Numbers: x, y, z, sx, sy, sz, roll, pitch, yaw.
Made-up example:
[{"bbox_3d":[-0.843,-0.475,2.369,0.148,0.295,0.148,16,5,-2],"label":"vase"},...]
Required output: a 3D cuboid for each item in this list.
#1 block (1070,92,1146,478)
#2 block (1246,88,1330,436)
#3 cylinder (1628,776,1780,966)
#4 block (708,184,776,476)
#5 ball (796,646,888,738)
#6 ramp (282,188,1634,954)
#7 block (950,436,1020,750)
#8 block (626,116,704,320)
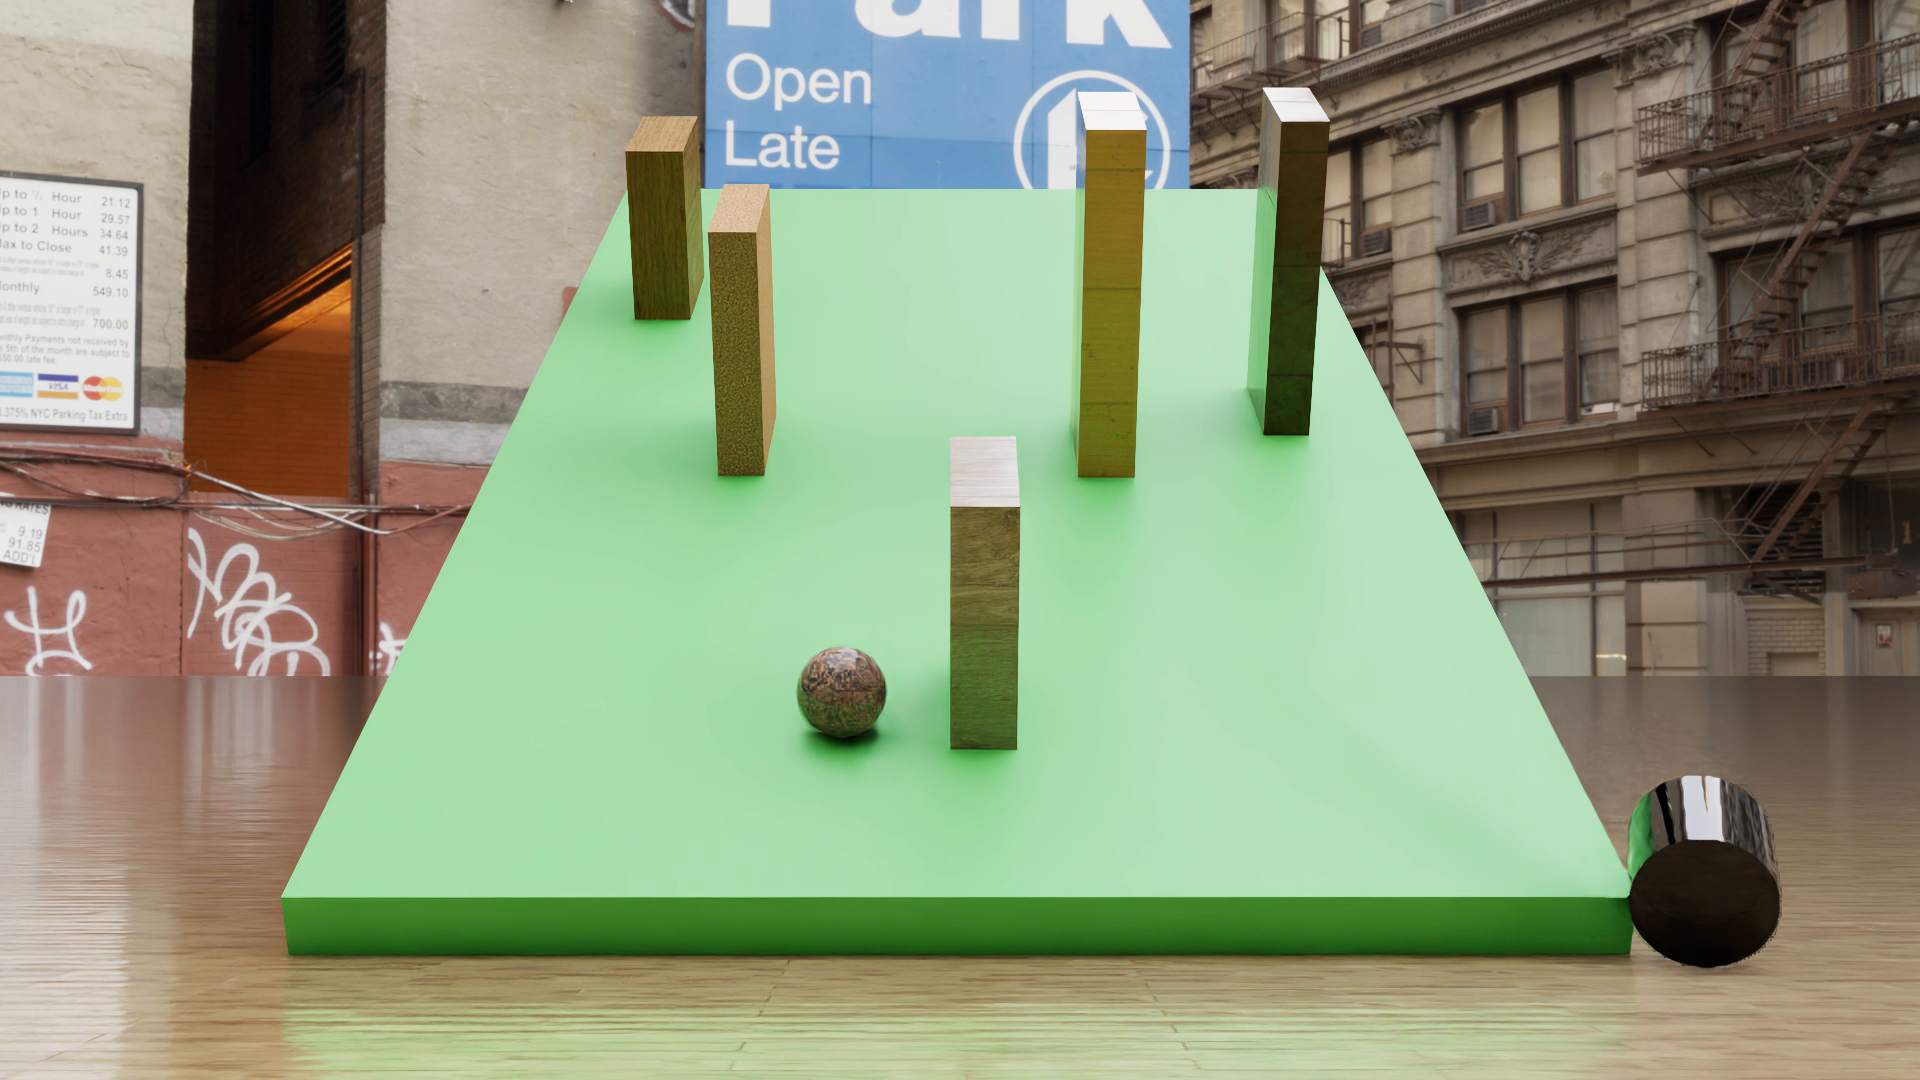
[{"bbox_3d":[0.311,-0.544,4.938,0.121,0.749,0.336,0,24,0],"label":"block"},{"bbox_3d":[0.727,-0.620,5.168,0.102,0.707,0.316,0,24,0],"label":"block"},{"bbox_3d":[1.074,0.478,3.362,0.204,0.204,0.204,-1,20,16],"label":"cylinder"},{"bbox_3d":[-0.466,-0.458,5.005,0.099,0.535,0.379,0,24,0],"label":"block"},{"bbox_3d":[-0.197,0.252,3.858,0.152,0.152,0.152,0,-3,0],"label":"ball"},{"bbox_3d":[-0.008,-0.227,5.272,2.000,0.100,4.000,0,24,0],"label":"ramp"},{"bbox_3d":[0.039,0.085,3.887,0.111,0.435,0.308,0,24,0],"label":"block"},{"bbox_3d":[-0.758,-0.836,5.994,0.142,0.436,0.372,0,24,0],"label":"block"}]
